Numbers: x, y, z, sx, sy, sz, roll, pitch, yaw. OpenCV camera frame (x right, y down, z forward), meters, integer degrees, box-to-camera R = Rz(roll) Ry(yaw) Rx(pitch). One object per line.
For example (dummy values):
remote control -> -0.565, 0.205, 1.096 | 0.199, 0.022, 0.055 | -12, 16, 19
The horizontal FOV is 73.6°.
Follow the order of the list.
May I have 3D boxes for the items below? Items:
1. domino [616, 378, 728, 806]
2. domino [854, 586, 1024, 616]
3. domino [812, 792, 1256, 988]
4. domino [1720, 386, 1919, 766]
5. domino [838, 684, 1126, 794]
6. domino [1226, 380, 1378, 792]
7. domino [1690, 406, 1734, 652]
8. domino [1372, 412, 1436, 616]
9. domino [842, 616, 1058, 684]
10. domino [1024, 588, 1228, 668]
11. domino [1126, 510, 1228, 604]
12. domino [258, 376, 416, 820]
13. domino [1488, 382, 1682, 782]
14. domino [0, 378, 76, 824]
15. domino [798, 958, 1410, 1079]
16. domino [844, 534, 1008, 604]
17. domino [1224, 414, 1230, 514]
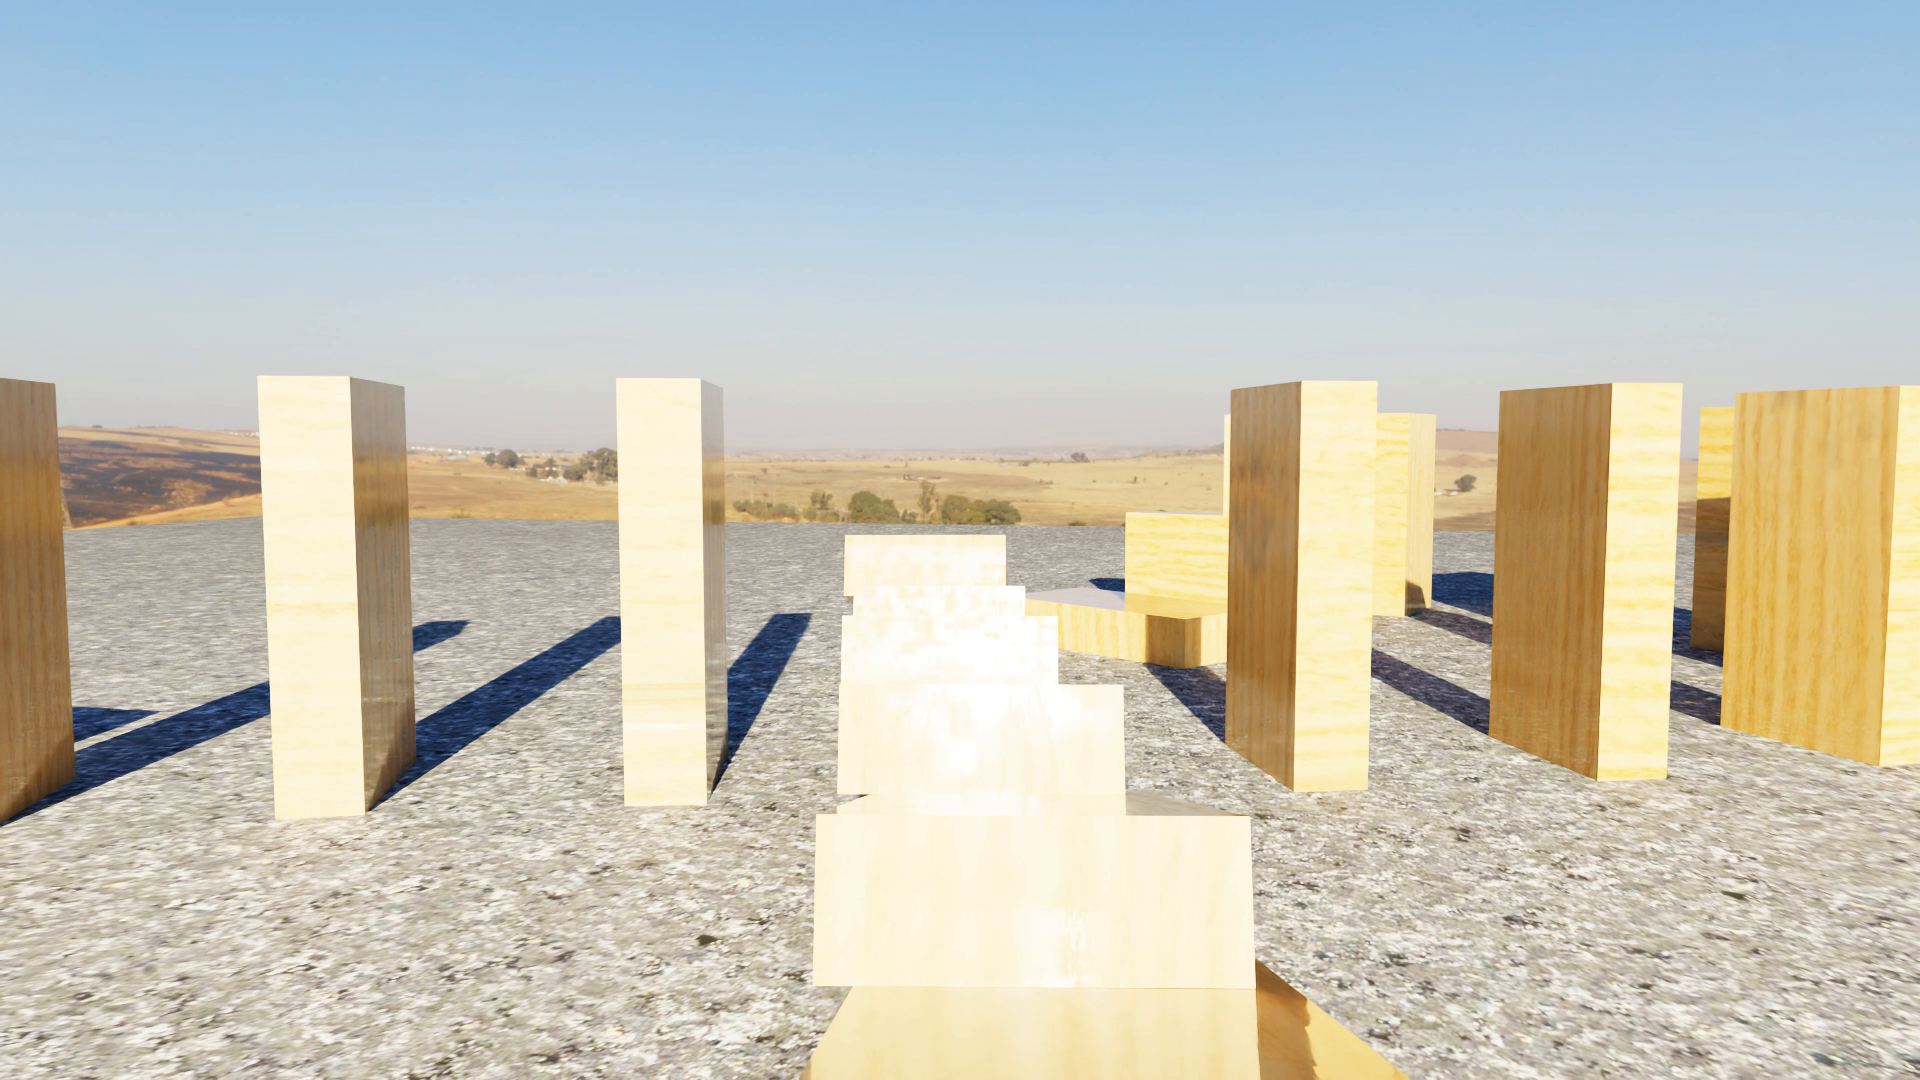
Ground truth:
domino -> -0.036, 0.005, 0.162 | 0.010, 0.050, 0.025 | 0, 4, -4
domino -> -0.002, 0.016, 0.212 | 0.025, 0.010, 0.050 | 0, -10, 1
domino -> 0.005, 0.025, 0.098 | 0.025, 0.009, 0.050 | 0, -9, 1
domino -> 0.123, 0.004, 0.181 | 0.009, 0.050, 0.025 | -1, 4, -16
domino -> 0.002, 0.022, 0.137 | 0.025, 0.010, 0.050 | 0, -10, 1
domino -> 0.044, 0.005, 0.168 | 0.009, 0.050, 0.025 | -1, 4, -8
domino -> 0.167, -0.003, 0.269 | 0.025, 0.050, 0.009 | -2, 5, -28
domino -> 0.112, -0.007, 0.327 | 0.009, 0.050, 0.025 | 3, 5, 34
domino -> -0.001, 0.018, 0.173 | 0.025, 0.009, 0.050 | 0, -11, 1
domino -> 0.035, 0.018, 0.269 | 0.025, 0.009, 0.050 | -4, 6, -42
domino -> 0.066, 0.006, 0.319 | 0.050, 0.025, 0.010 | 3, 5, 35
domino -> -0.075, 0.006, 0.157 | 0.009, 0.050, 0.025 | -1, 4, -10
domino -> 0.083, 0.005, 0.173 | 0.010, 0.050, 0.025 | -1, 4, -8
domino -> -0.114, 0.006, 0.149 | 0.010, 0.050, 0.025 | -1, 4, -15
domino -> 0.006, 0.028, 0.058 | 0.025, 0.010, 0.050 | 0, -9, 1
domino -> -0.004, 0.008, 0.224 | 0.025, 0.010, 0.050 | 0, -10, 3
domino -> 0.077, -0.008, 0.344 | 0.009, 0.050, 0.025 | 1, 4, 17
